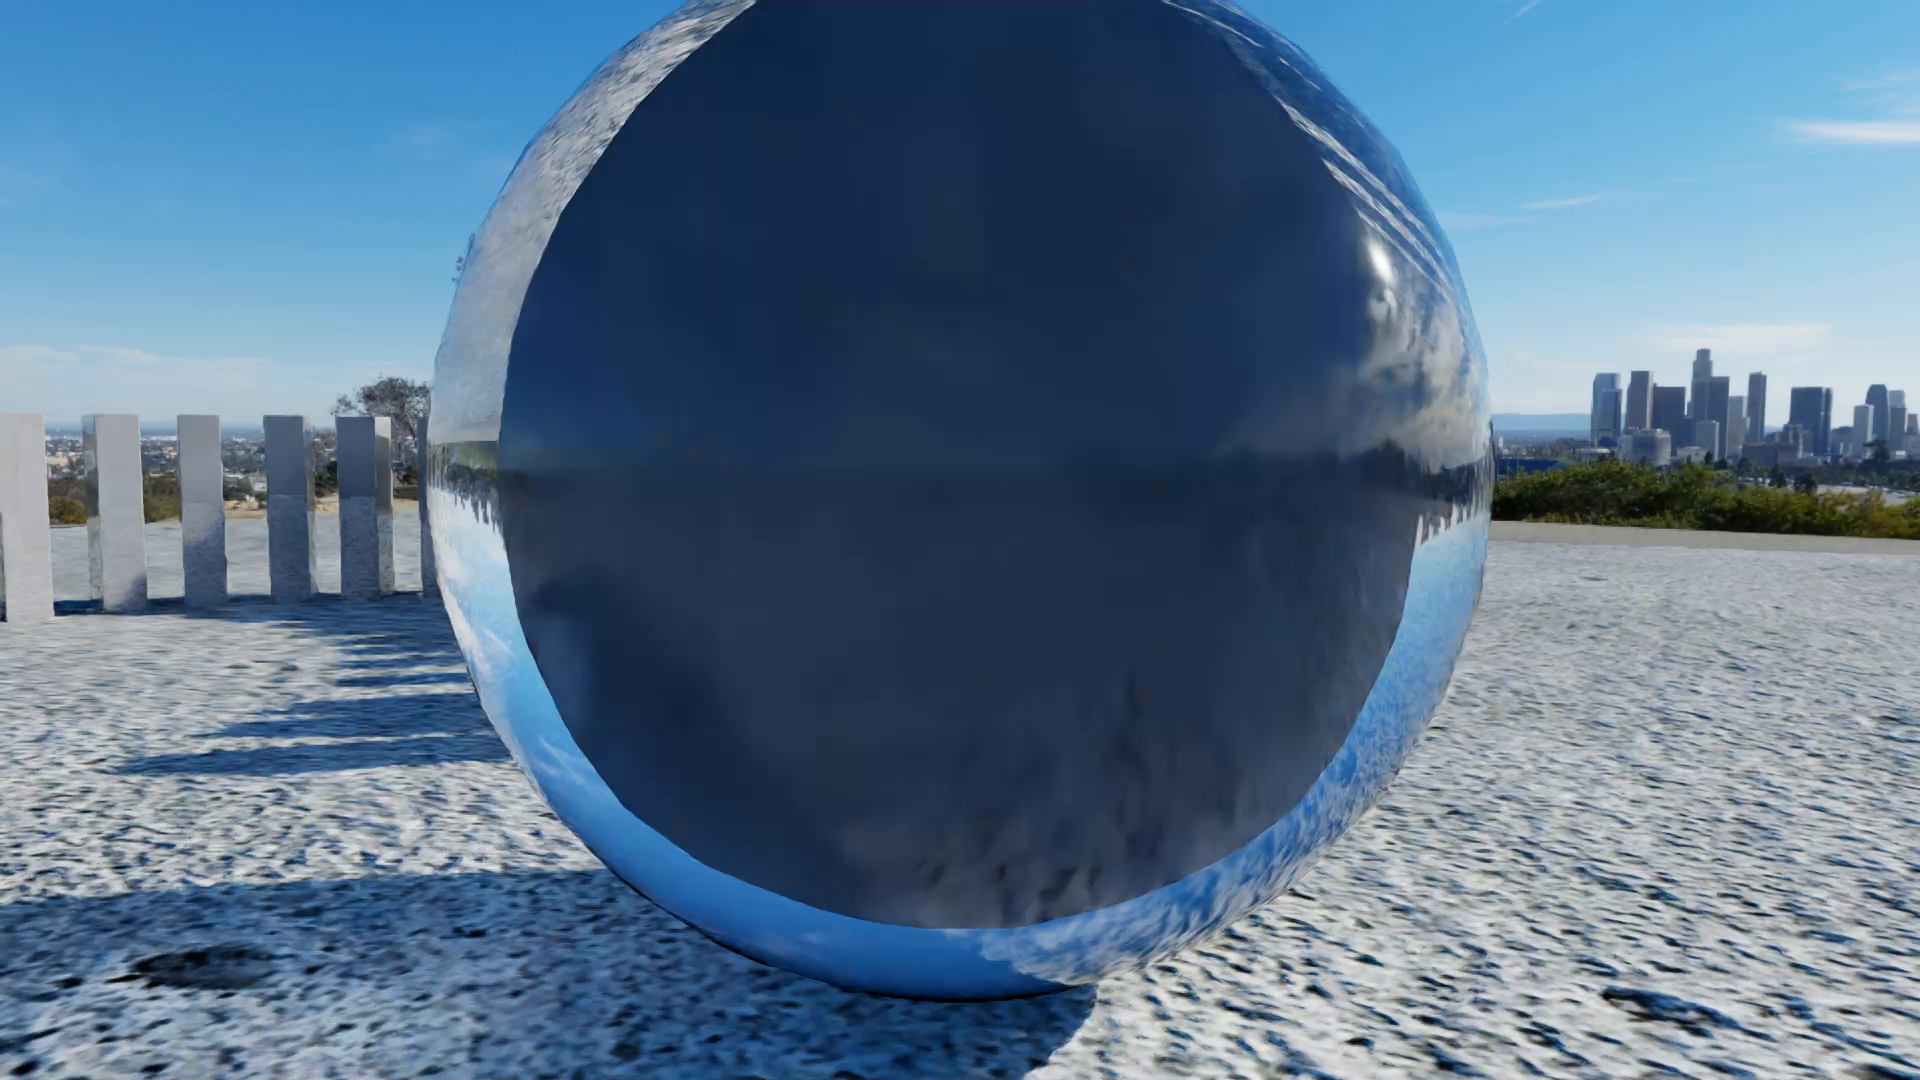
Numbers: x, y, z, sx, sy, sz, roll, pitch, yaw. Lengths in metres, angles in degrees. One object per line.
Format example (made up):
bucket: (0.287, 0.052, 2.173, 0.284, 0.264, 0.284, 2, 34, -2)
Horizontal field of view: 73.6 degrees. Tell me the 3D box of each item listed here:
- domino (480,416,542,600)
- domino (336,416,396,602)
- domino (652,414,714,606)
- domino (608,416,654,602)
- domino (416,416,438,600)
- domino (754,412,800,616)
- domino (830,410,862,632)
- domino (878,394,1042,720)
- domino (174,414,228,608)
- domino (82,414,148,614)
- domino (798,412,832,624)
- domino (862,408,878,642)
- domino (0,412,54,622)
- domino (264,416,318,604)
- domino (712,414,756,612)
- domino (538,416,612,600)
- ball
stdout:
domino: (-0.125, -0.010, 0.363, 0.010, 0.050, 0.025, 0, 4, 3)
domino: (-0.166, -0.009, 0.358, 0.010, 0.050, 0.025, -1, 4, -15)
domino: (-0.071, -0.009, 0.349, 0.010, 0.050, 0.025, 2, 5, 27)
domino: (-0.085, -0.009, 0.355, 0.010, 0.050, 0.025, 2, 5, 20)
domino: (-0.144, -0.010, 0.362, 0.009, 0.050, 0.025, 0, 4, -6)
domino: (-0.039, -0.007, 0.327, 0.010, 0.050, 0.025, 4, 6, 43)
domino: (-0.017, -0.005, 0.298, 0.025, 0.050, 0.009, -3, 5, -31)
domino: (0.000, 0.002, 0.201, 0.025, 0.050, 0.010, 0, 4, 0)
domino: (-0.203, -0.008, 0.343, 0.010, 0.050, 0.025, -3, 5, -32)
domino: (-0.218, -0.007, 0.331, 0.010, 0.050, 0.025, -4, 6, -40)
domino: (-0.026, -0.006, 0.312, 0.025, 0.050, 0.010, -3, 5, -38)
domino: (-0.008, -0.004, 0.282, 0.025, 0.050, 0.009, -2, 5, -23)
domino: (-0.234, -0.006, 0.316, 0.025, 0.050, 0.010, 4, 6, 41)
domino: (-0.184, -0.009, 0.352, 0.009, 0.050, 0.025, -2, 5, -22)
domino: (-0.052, -0.008, 0.337, 0.009, 0.050, 0.025, 3, 5, 36)
domino: (-0.108, -0.010, 0.361, 0.010, 0.050, 0.025, 1, 4, 10)
ball: (0.000, -0.005, 0.103, 0.080, 0.080, 0.080, 0, 4, 0)
